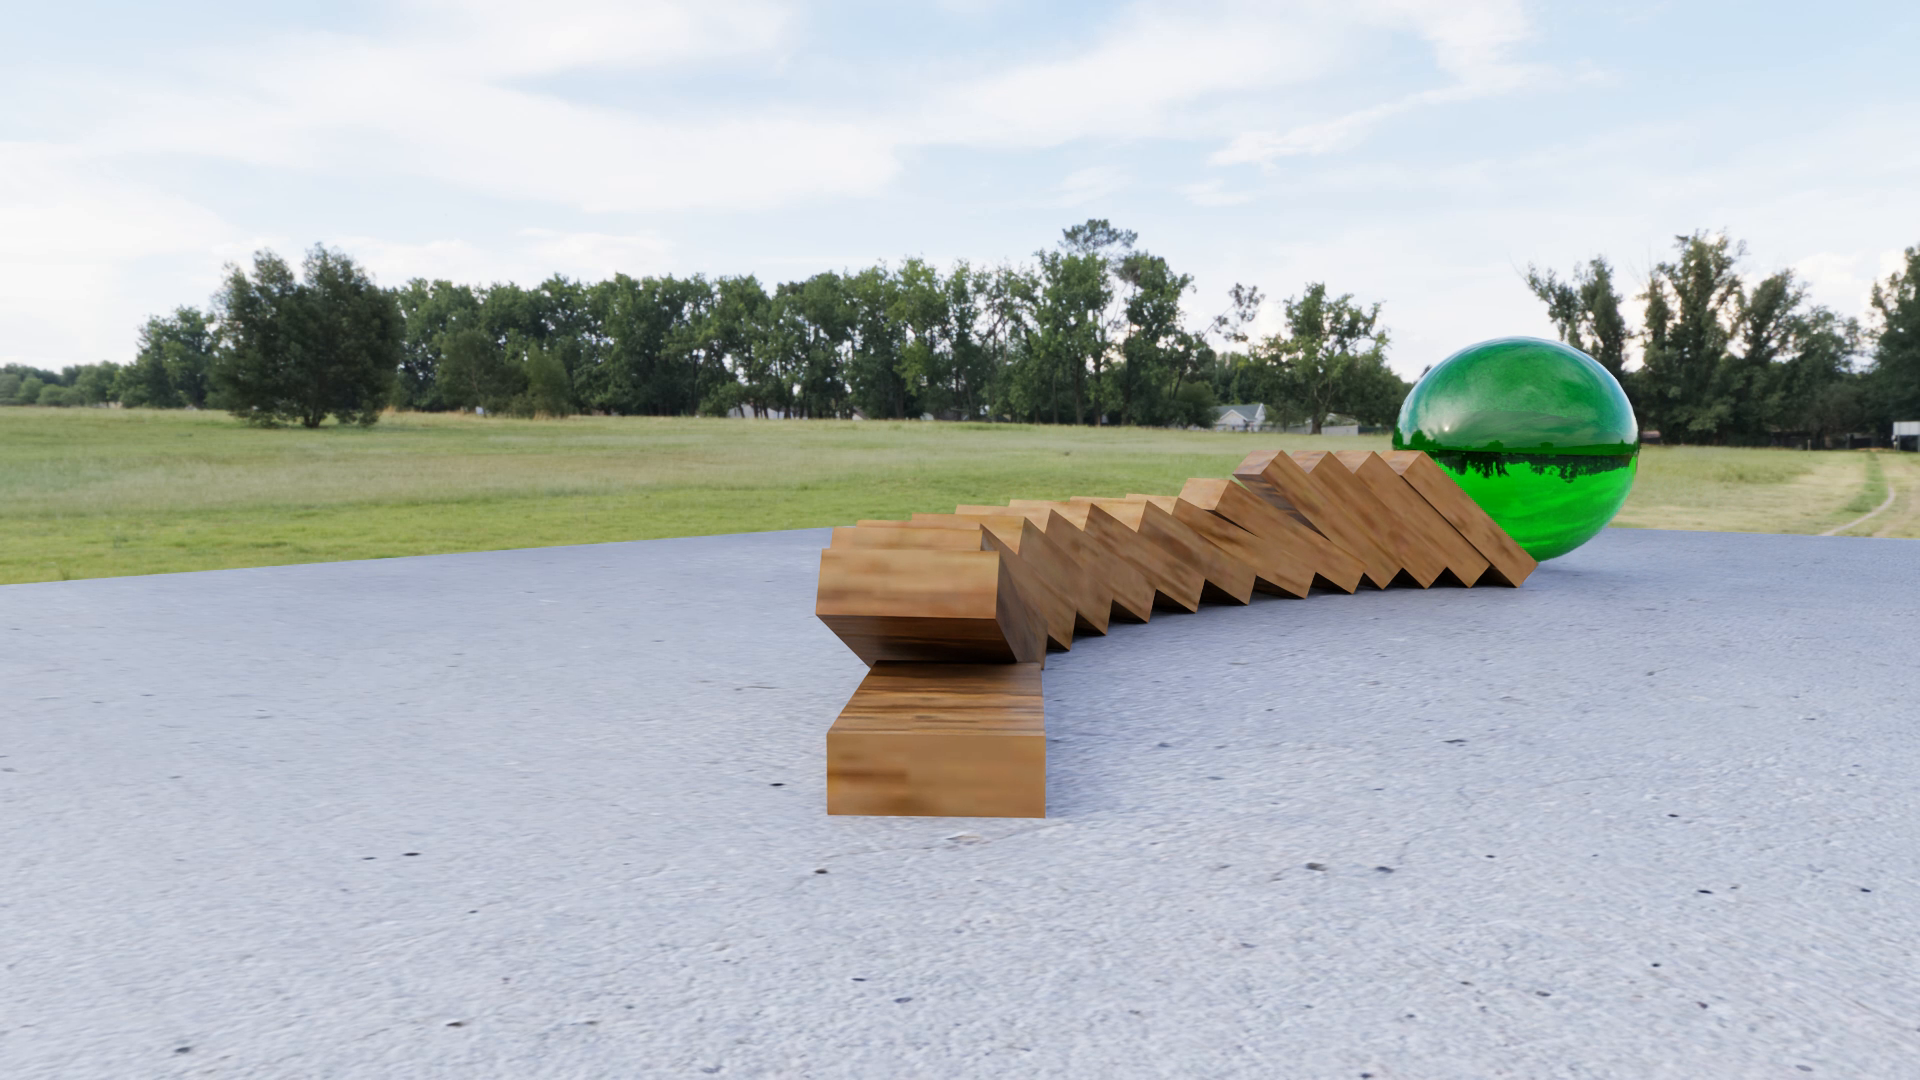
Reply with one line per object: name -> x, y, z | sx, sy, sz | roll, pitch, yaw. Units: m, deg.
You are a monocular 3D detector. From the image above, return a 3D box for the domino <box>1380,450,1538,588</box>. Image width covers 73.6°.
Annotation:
domino -> 0.148, -0.007, 0.387 | 0.050, 0.010, 0.025 | 42, -2, -8

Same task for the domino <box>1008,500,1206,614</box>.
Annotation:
domino -> 0.036, 0.004, 0.316 | 0.025, 0.009, 0.050 | 4, -18, 45

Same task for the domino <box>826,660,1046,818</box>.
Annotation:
domino -> -0.002, 0.025, 0.171 | 0.025, 0.010, 0.050 | 0, 4, 3

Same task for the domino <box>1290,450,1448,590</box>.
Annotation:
domino -> 0.120, -0.006, 0.384 | 0.050, 0.009, 0.025 | 42, -2, -8

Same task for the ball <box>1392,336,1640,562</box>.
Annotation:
ball -> 0.193, -0.031, 0.450 | 0.080, 0.080, 0.080 | 0, 4, 0

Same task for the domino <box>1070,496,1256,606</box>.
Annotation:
domino -> 0.052, 0.003, 0.333 | 0.050, 0.009, 0.025 | 28, -15, -40

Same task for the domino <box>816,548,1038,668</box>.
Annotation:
domino -> -0.003, 0.014, 0.199 | 0.025, 0.010, 0.050 | 1, -18, 10

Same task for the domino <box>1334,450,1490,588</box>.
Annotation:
domino -> 0.133, -0.007, 0.387 | 0.050, 0.010, 0.025 | 42, -2, -8

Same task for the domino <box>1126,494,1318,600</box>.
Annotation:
domino -> 0.070, 0.002, 0.353 | 0.050, 0.010, 0.025 | 24, -6, -24

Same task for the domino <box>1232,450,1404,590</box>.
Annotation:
domino -> 0.105, -0.006, 0.380 | 0.050, 0.009, 0.025 | 42, -2, -7

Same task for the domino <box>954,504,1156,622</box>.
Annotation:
domino -> 0.022, 0.006, 0.295 | 0.025, 0.010, 0.050 | 3, -19, 38

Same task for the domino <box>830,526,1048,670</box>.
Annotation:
domino -> -0.002, 0.011, 0.224 | 0.025, 0.010, 0.050 | 1, -20, 17

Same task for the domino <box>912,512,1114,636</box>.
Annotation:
domino -> 0.012, 0.008, 0.272 | 0.025, 0.009, 0.050 | 2, -19, 28

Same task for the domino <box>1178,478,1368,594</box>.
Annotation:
domino -> 0.089, -0.001, 0.367 | 0.050, 0.010, 0.025 | 29, -5, -16

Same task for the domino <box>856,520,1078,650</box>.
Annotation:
domino -> 0.002, 0.010, 0.249 | 0.025, 0.009, 0.050 | 2, -19, 27
